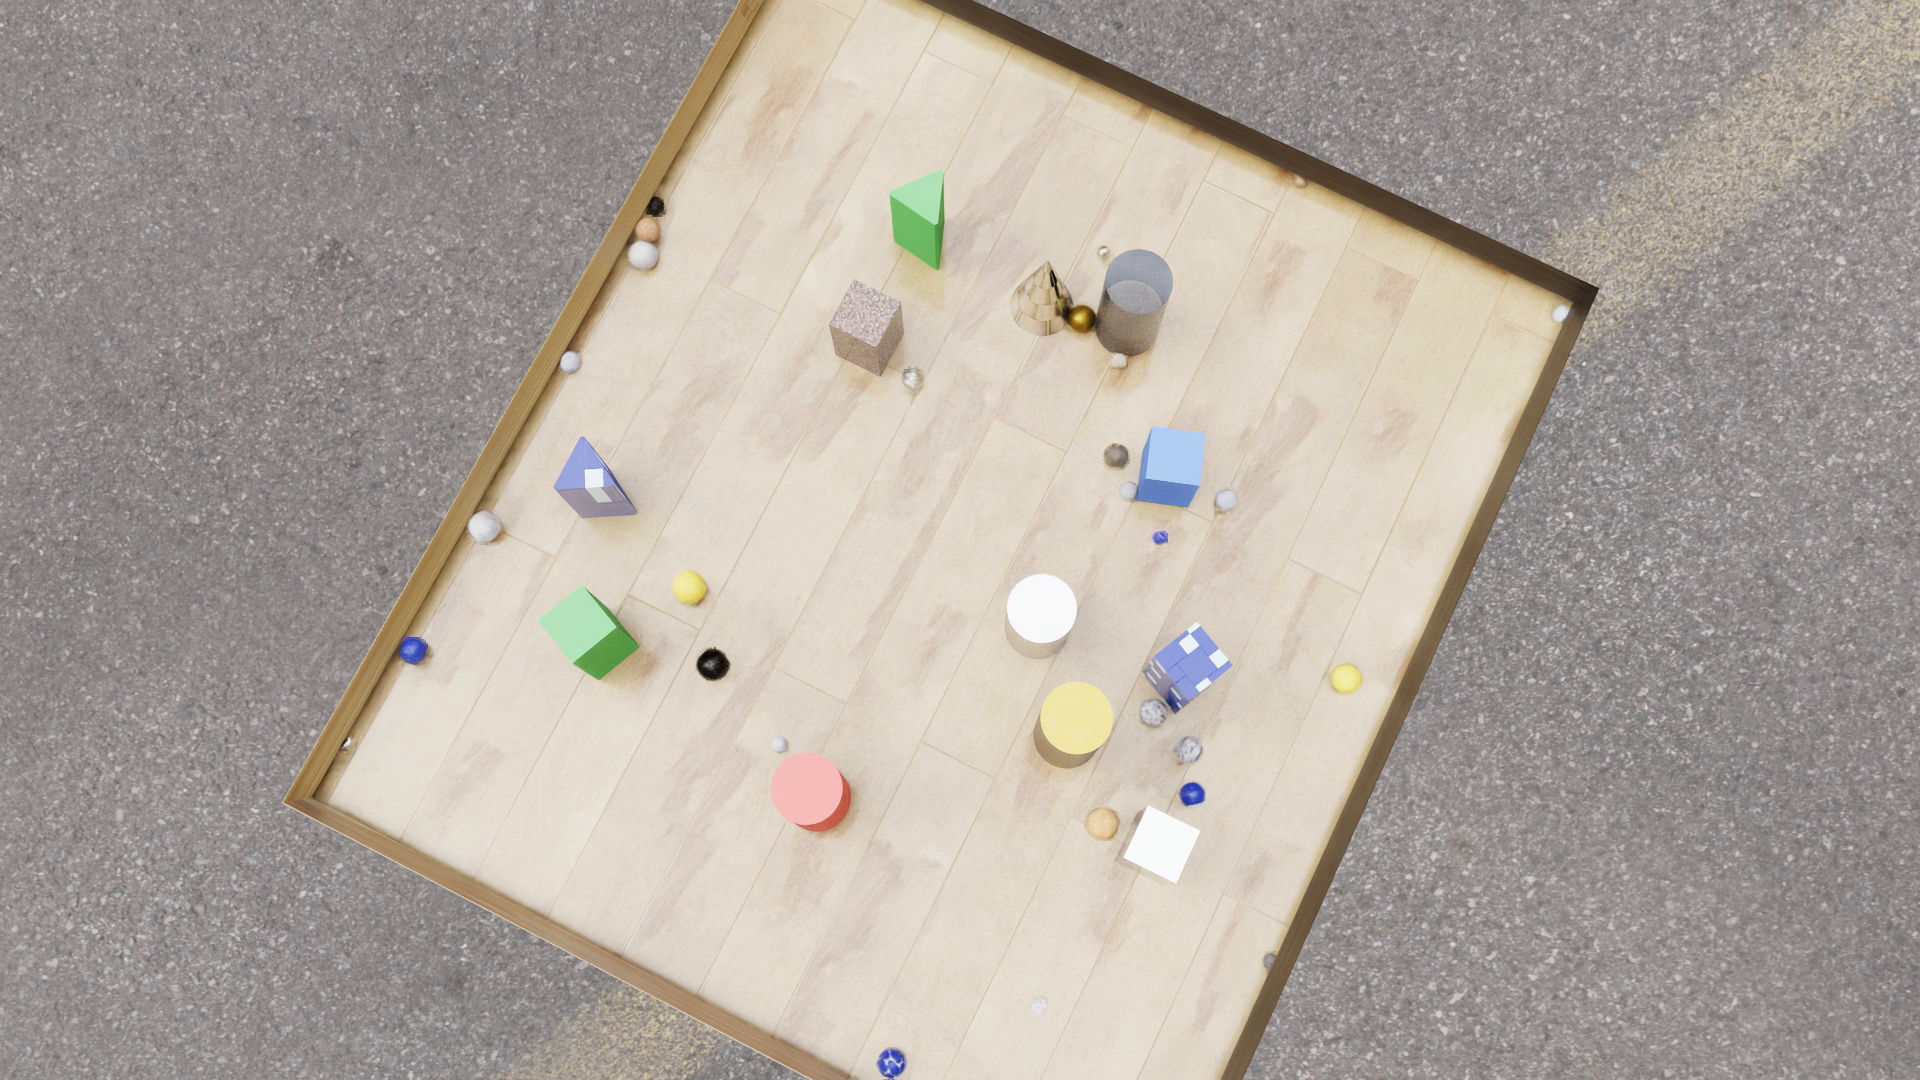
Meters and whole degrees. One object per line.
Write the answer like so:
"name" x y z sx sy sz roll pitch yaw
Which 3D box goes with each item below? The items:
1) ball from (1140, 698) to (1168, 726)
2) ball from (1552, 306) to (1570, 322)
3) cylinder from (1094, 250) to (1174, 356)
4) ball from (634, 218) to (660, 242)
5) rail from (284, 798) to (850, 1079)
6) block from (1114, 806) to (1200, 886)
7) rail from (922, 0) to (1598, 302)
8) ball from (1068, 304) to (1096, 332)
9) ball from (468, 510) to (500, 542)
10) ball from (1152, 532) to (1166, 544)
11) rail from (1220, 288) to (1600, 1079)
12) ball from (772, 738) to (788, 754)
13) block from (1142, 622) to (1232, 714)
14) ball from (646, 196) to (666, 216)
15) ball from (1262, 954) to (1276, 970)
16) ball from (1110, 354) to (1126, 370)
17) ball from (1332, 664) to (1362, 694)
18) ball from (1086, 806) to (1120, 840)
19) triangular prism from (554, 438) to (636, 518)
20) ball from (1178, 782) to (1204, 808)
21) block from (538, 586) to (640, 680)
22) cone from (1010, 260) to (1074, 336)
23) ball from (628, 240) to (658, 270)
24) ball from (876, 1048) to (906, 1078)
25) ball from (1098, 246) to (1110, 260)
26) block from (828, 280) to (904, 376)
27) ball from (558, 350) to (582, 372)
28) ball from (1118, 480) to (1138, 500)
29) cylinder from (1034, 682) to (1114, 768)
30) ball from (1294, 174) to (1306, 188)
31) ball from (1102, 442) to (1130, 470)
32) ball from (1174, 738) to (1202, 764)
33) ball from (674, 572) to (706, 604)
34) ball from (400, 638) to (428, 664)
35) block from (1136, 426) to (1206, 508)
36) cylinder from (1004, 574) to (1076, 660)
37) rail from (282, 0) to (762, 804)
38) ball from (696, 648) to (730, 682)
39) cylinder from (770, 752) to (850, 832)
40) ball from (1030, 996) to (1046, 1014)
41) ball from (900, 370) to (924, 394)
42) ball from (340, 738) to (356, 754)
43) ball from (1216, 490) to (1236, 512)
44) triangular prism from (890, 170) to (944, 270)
"ball" 0.579 0.516 5.468 0.082 0.082 0.082 0 78 0
"ball" 1.883 -0.707 5.735 0.055 0.055 0.055 0 78 0
"cylinder" 0.523 -0.713 5.552 0.199 0.416 0.199 0 78 0
"ball" -0.985 -0.977 5.779 0.079 0.079 0.079 0 78 0
"rail" -0.698 1.374 5.265 2.823 0.129 0.045 26 80 5
"block" 0.562 0.881 5.263 0.159 0.336 0.159 26 79 5
"rail" 0.698 -1.360 5.831 2.823 0.129 0.045 26 80 5
"ball" 0.380 -0.691 5.715 0.088 0.088 0.088 0 78 0
"ball" -1.448 -0.041 5.576 0.095 0.095 0.095 0 78 0
"ball" 0.609 -0.006 5.597 0.040 0.040 0.040 0 78 0
"rail" 1.241 0.615 5.422 0.045 0.129 3.170 26 80 5
"ball" -0.539 0.613 5.465 0.048 0.048 0.048 0 78 0
"block" 0.660 0.378 5.355 0.159 0.359 0.159 -37 81 -7
"ball" -0.964 -1.057 5.805 0.059 0.059 0.059 0 78 0
"ball" 0.906 1.227 5.339 0.046 0.046 0.046 0 78 0
"ball" 0.495 -0.557 5.707 0.050 0.050 0.050 0 78 0
"ball" 1.157 0.415 5.486 0.088 0.088 0.088 0 78 0
"ball" 0.421 0.833 5.394 0.098 0.098 0.098 0 78 0
"triangular prism" -1.085 -0.187 5.460 0.172 0.383 0.149 -4 78 -1
"ball" 0.686 0.755 5.421 0.077 0.077 0.077 0 78 0
"block" -1.082 0.276 5.364 0.159 0.383 0.159 -40 81 -8
"cone" 0.258 -0.779 5.567 0.199 0.413 0.199 0 78 0
"ball" -0.996 -0.893 5.754 0.092 0.092 0.092 0 78 0
"ball" -0.198 1.503 5.263 0.084 0.084 0.084 0 78 0
"ball" 0.455 -0.905 5.783 0.042 0.042 0.042 0 78 0
"block" -0.283 -0.644 5.595 0.159 0.304 0.159 27 80 5
"ball" -1.211 -0.554 5.696 0.069 0.069 0.069 0 78 0
"ball" 0.516 -0.151 5.617 0.060 0.060 0.060 0 78 0
"cylinder" 0.320 0.536 5.255 0.199 0.490 0.199 0 78 0
"ball" 1.082 -1.143 5.833 0.041 0.041 0.041 0 78 0
"ball" 0.479 -0.258 5.629 0.081 0.081 0.081 0 78 0
"ball" 0.679 0.626 5.447 0.079 0.079 0.079 0 78 0
"ball" -0.816 0.145 5.536 0.100 0.100 0.100 0 78 0
"ball" -1.643 0.335 5.507 0.079 0.079 0.079 0 78 0
"block" 0.633 -0.217 5.512 0.159 0.293 0.159 8 78 2
"cylinder" 0.234 0.229 5.397 0.199 0.337 0.199 0 78 0
"rail" -1.241 -0.601 5.674 0.045 0.129 3.170 26 80 5
"ball" -0.739 0.375 5.489 0.098 0.098 0.098 0 78 0
"cylinder" -0.424 0.728 5.262 0.199 0.400 0.199 0 78 0
"ball" 0.229 1.348 5.314 0.047 0.047 0.047 0 78 0
"ball" -0.147 -0.490 5.679 0.076 0.076 0.076 0 78 0
"ball" -1.829 0.612 5.466 0.047 0.047 0.047 0 78 0
"ball" 0.814 -0.121 5.608 0.066 0.066 0.066 0 78 0
"triangular prism" -0.096 -1.002 5.627 0.172 0.385 0.149 35 80 7
